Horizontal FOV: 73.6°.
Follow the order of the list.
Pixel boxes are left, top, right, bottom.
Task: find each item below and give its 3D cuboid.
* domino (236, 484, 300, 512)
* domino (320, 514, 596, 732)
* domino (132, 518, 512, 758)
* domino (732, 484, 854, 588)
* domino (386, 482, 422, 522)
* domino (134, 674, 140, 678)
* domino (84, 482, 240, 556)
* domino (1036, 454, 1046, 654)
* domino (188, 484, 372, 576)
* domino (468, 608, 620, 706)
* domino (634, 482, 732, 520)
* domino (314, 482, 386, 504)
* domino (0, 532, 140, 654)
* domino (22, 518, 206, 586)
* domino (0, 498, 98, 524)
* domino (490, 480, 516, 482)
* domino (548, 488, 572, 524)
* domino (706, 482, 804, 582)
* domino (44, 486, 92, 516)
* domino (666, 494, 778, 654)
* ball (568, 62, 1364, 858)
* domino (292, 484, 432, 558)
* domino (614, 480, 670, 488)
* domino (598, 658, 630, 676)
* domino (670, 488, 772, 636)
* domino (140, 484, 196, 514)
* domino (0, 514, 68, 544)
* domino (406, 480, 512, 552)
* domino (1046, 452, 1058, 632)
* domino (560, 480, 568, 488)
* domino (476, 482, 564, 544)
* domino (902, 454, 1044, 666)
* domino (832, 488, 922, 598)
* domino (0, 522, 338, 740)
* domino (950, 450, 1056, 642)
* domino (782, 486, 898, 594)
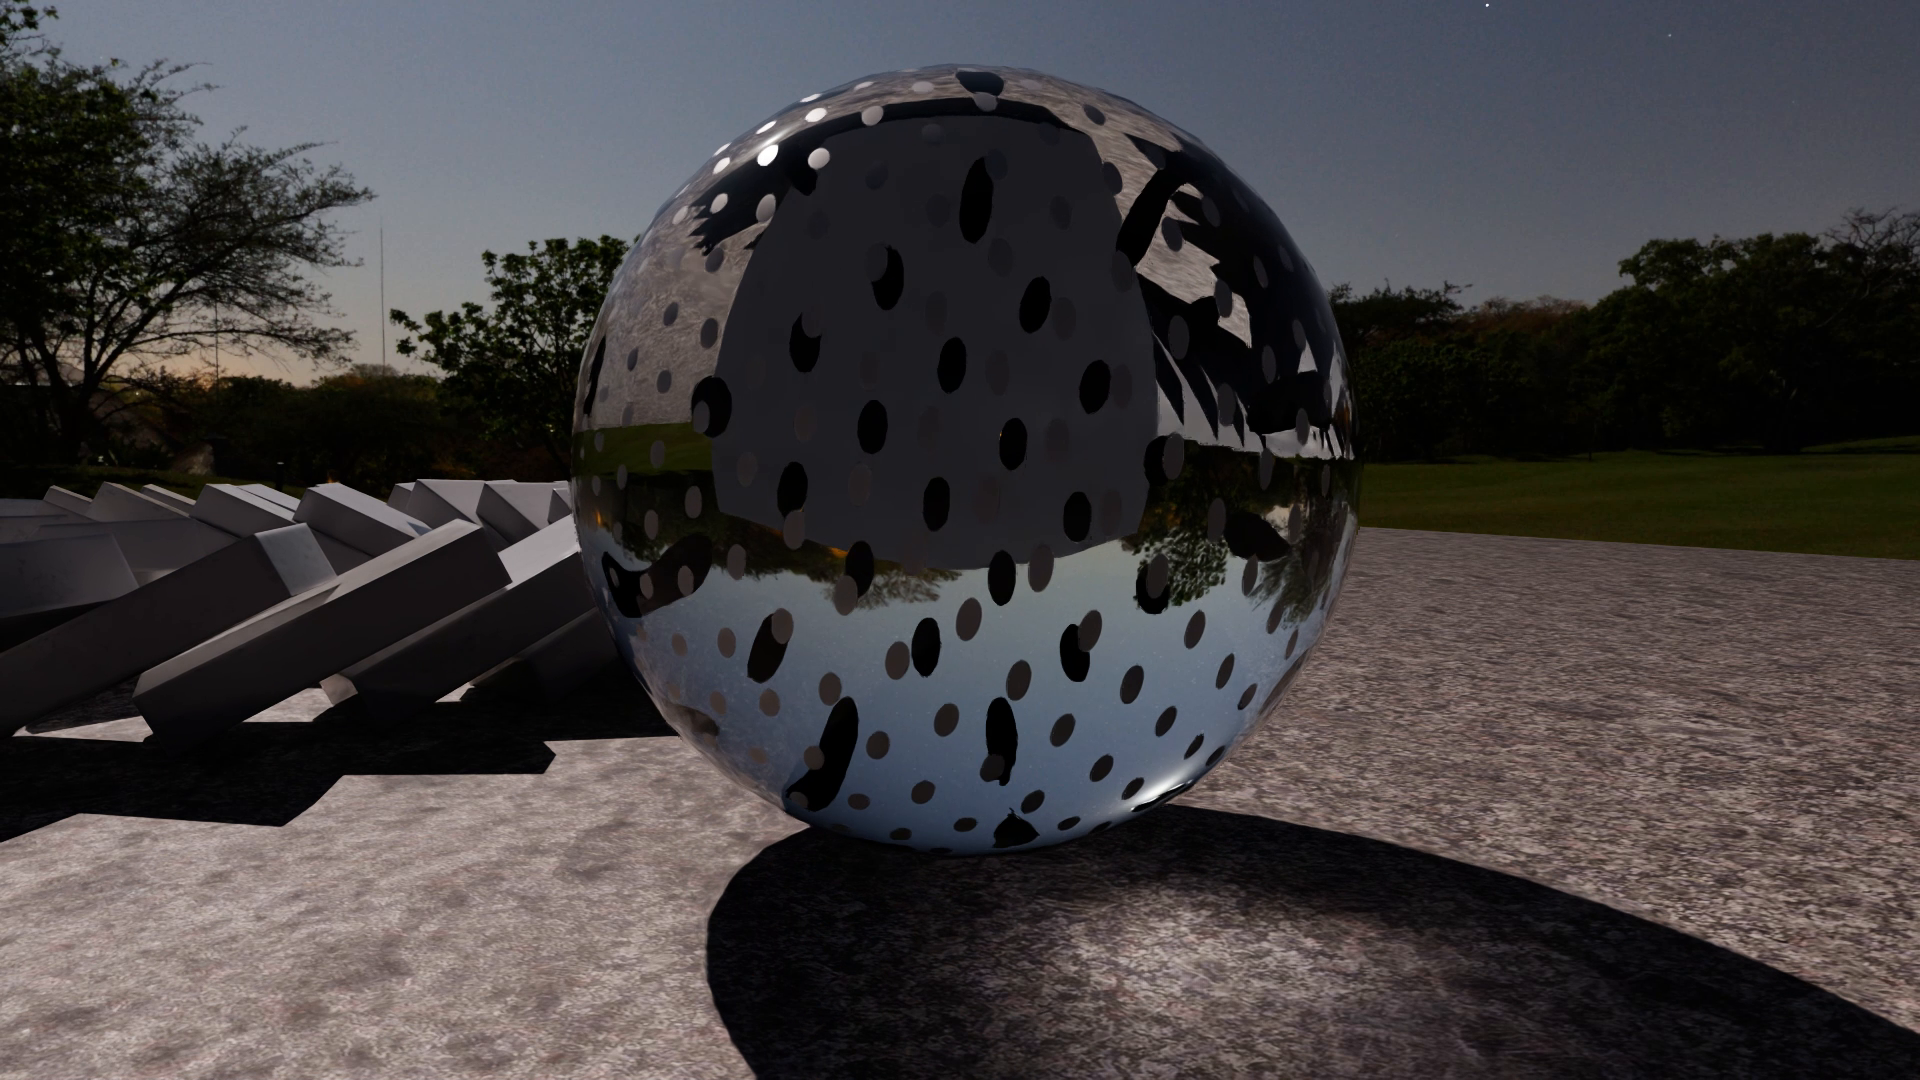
[{"bbox_3d":[-0.210,-0.004,0.420,0.050,0.009,0.025,24,-1,-13],"label":"domino"},{"bbox_3d":[-0.078,0.012,0.211,0.050,0.010,0.025,-35,25,-34],"label":"domino"},{"bbox_3d":[-0.095,0.013,0.193,0.050,0.009,0.025,-31,18,-24],"label":"domino"},{"bbox_3d":[-0.049,-0.002,0.402,0.025,0.009,0.050,-4,31,-46],"label":"domino"},{"bbox_3d":[-0.164,-0.005,0.432,0.050,0.009,0.025,24,3,-5],"label":"domino"},{"bbox_3d":[-0.132,0.020,0.244,0.050,0.009,0.025,0,4,2],"label":"domino"},{"bbox_3d":[-0.202,0.000,0.341,0.050,0.010,0.025,28,-11,-23],"label":"domino"},{"bbox_3d":[0.005,0.002,0.276,0.025,0.009,0.050,0,46,6],"label":"domino"},{"bbox_3d":[-0.181,0.000,0.353,0.050,0.009,0.025,27,-6,-16],"label":"domino"},{"bbox_3d":[-0.063,0.010,0.231,0.025,0.009,0.050,5,32,40],"label":"domino"},{"bbox_3d":[-0.068,0.002,0.326,0.025,0.009,0.050,0,32,-18],"label":"domino"},{"bbox_3d":[-0.188,-0.004,0.426,0.050,0.009,0.025,24,-1,-12],"label":"domino"},{"bbox_3d":[-0.140,0.015,0.170,0.050,0.009,0.025,-25,2,6],"label":"domino"},{"bbox_3d":[-0.164,0.010,0.236,0.050,0.009,0.025,-25,-10,30],"label":"domino"},{"bbox_3d":[-0.209,0.004,0.314,0.025,0.010,0.050,2,-20,26],"label":"domino"},{"bbox_3d":[-0.139,-0.005,0.436,0.050,0.009,0.025,26,8,7],"label":"domino"},{"bbox_3d":[-0.088,0.002,0.342,0.025,0.010,0.050,-4,32,-42],"label":"domino"},{"bbox_3d":[-0.069,-0.003,0.416,0.050,0.010,0.025,33,22,31],"label":"domino"},{"bbox_3d":[-0.251,-0.002,0.391,0.050,0.009,0.025,27,-11,-31],"label":"domino"},{"bbox_3d":[-0.057,0.006,0.280,0.025,0.009,0.050,0,31,4],"label":"domino"},{"bbox_3d":[0.001,-0.008,0.135,0.080,0.080,0.080,0,4,0],"label":"ball"},{"bbox_3d":[-0.157,0.000,0.360,0.050,0.009,0.025,26,2,-6],"label":"domino"},{"bbox_3d":[-0.090,-0.004,0.427,0.050,0.010,0.025,31,19,27],"label":"domino"},{"bbox_3d":[-0.055,0.008,0.254,0.025,0.010,0.050,2,31,25],"label":"domino"},{"bbox_3d":[-0.059,0.004,0.303,0.025,0.010,0.050,1,31,-3],"label":"domino"},{"bbox_3d":[-0.232,-0.003,0.405,0.050,0.009,0.025,26,-8,-26],"label":"domino"},{"bbox_3d":[-0.189,0.009,0.247,0.025,0.009,0.050,-4,-19,-39],"label":"domino"},{"bbox_3d":[-0.131,-0.001,0.366,0.050,0.009,0.025,32,15,22],"label":"domino"},{"bbox_3d":[0.010,-0.001,0.304,0.025,0.010,0.050,1,46,6],"label":"domino"},{"bbox_3d":[-0.113,-0.005,0.435,0.050,0.009,0.025,29,15,21],"label":"domino"},{"bbox_3d":[-0.109,0.000,0.357,0.050,0.009,0.025,34,20,29],"label":"domino"},{"bbox_3d":[0.004,0.003,0.262,0.025,0.009,0.050,0,46,6],"label":"domino"},{"bbox_3d":[-0.014,0.001,0.367,0.025,0.010,0.050,-3,29,-34],"label":"domino"},{"bbox_3d":[-0.116,0.014,0.178,0.050,0.010,0.025,-28,9,-9],"label":"domino"},{"bbox_3d":[0.008,0.000,0.290,0.025,0.009,0.050,2,46,7],"label":"domino"},{"bbox_3d":[-0.031,-0.001,0.387,0.025,0.009,0.050,-3,30,-40],"label":"domino"}]
